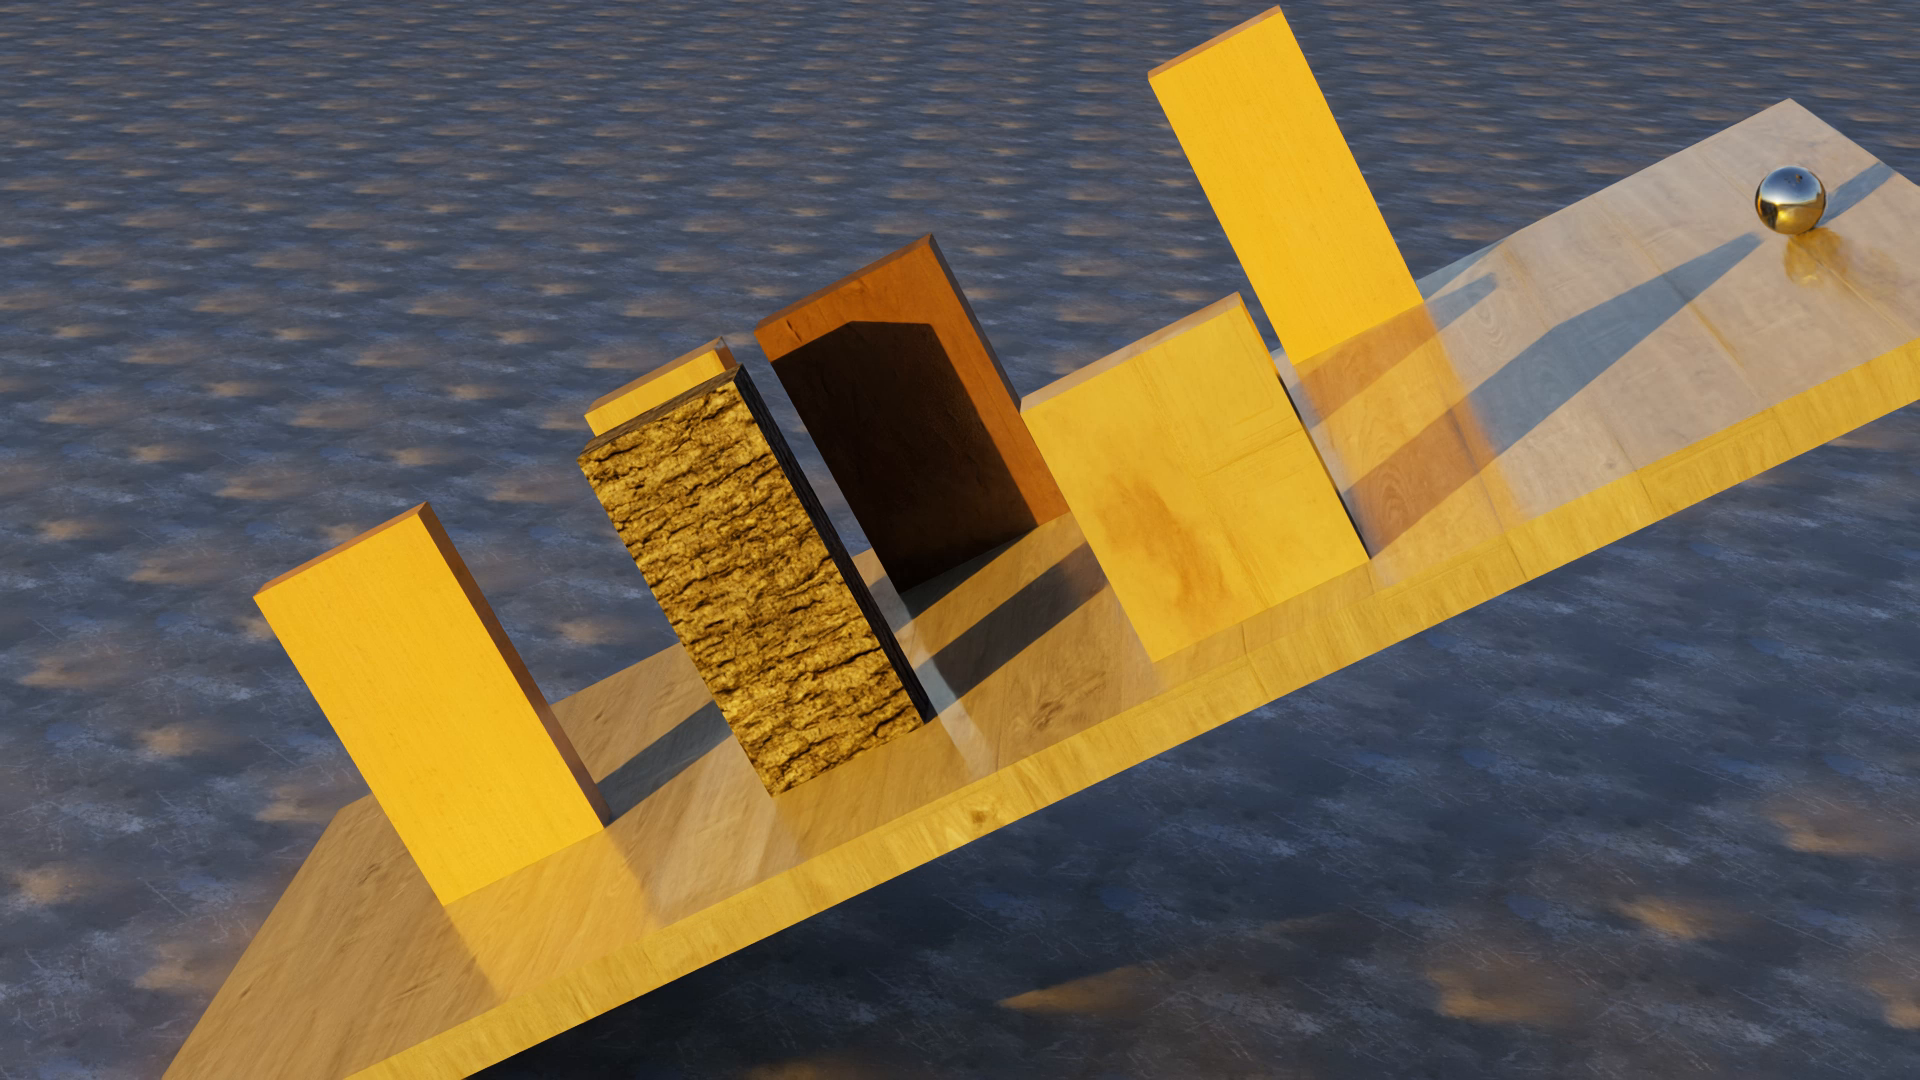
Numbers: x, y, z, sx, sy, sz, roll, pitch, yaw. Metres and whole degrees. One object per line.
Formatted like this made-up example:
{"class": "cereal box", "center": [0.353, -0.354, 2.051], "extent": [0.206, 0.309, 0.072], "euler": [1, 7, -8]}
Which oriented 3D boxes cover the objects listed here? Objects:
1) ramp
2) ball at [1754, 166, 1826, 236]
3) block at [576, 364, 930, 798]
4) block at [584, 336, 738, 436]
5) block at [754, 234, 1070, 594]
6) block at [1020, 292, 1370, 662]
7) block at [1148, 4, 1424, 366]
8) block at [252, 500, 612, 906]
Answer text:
{"class": "ramp", "center": [0.140, 0.167, 6.281], "extent": [4.000, 0.100, 2.000], "euler": [-26, 14, 10]}
{"class": "ball", "center": [1.652, -0.676, 5.851], "extent": [0.137, 0.137, 0.137], "euler": [0, 17, 0]}
{"class": "block", "center": [-0.399, 0.083, 5.785], "extent": [0.346, 0.781, 0.147], "euler": [-26, 14, 10]}
{"class": "block", "center": [-0.492, -0.038, 6.467], "extent": [0.322, 0.748, 0.127], "euler": [-26, 14, 10]}
{"class": "block", "center": [-0.103, -0.284, 6.705], "extent": [0.445, 0.694, 0.119], "euler": [-26, 14, 10]}
{"class": "block", "center": [0.430, -0.112, 5.387], "extent": [0.441, 0.534, 0.116], "euler": [-26, 14, 10]}
{"class": "block", "center": [0.756, -0.820, 6.827], "extent": [0.337, 0.752, 0.126], "euler": [-26, 14, 10]}
{"class": "block", "center": [-1.108, 0.351, 6.213], "extent": [0.401, 0.780, 0.095], "euler": [-26, 14, 10]}
